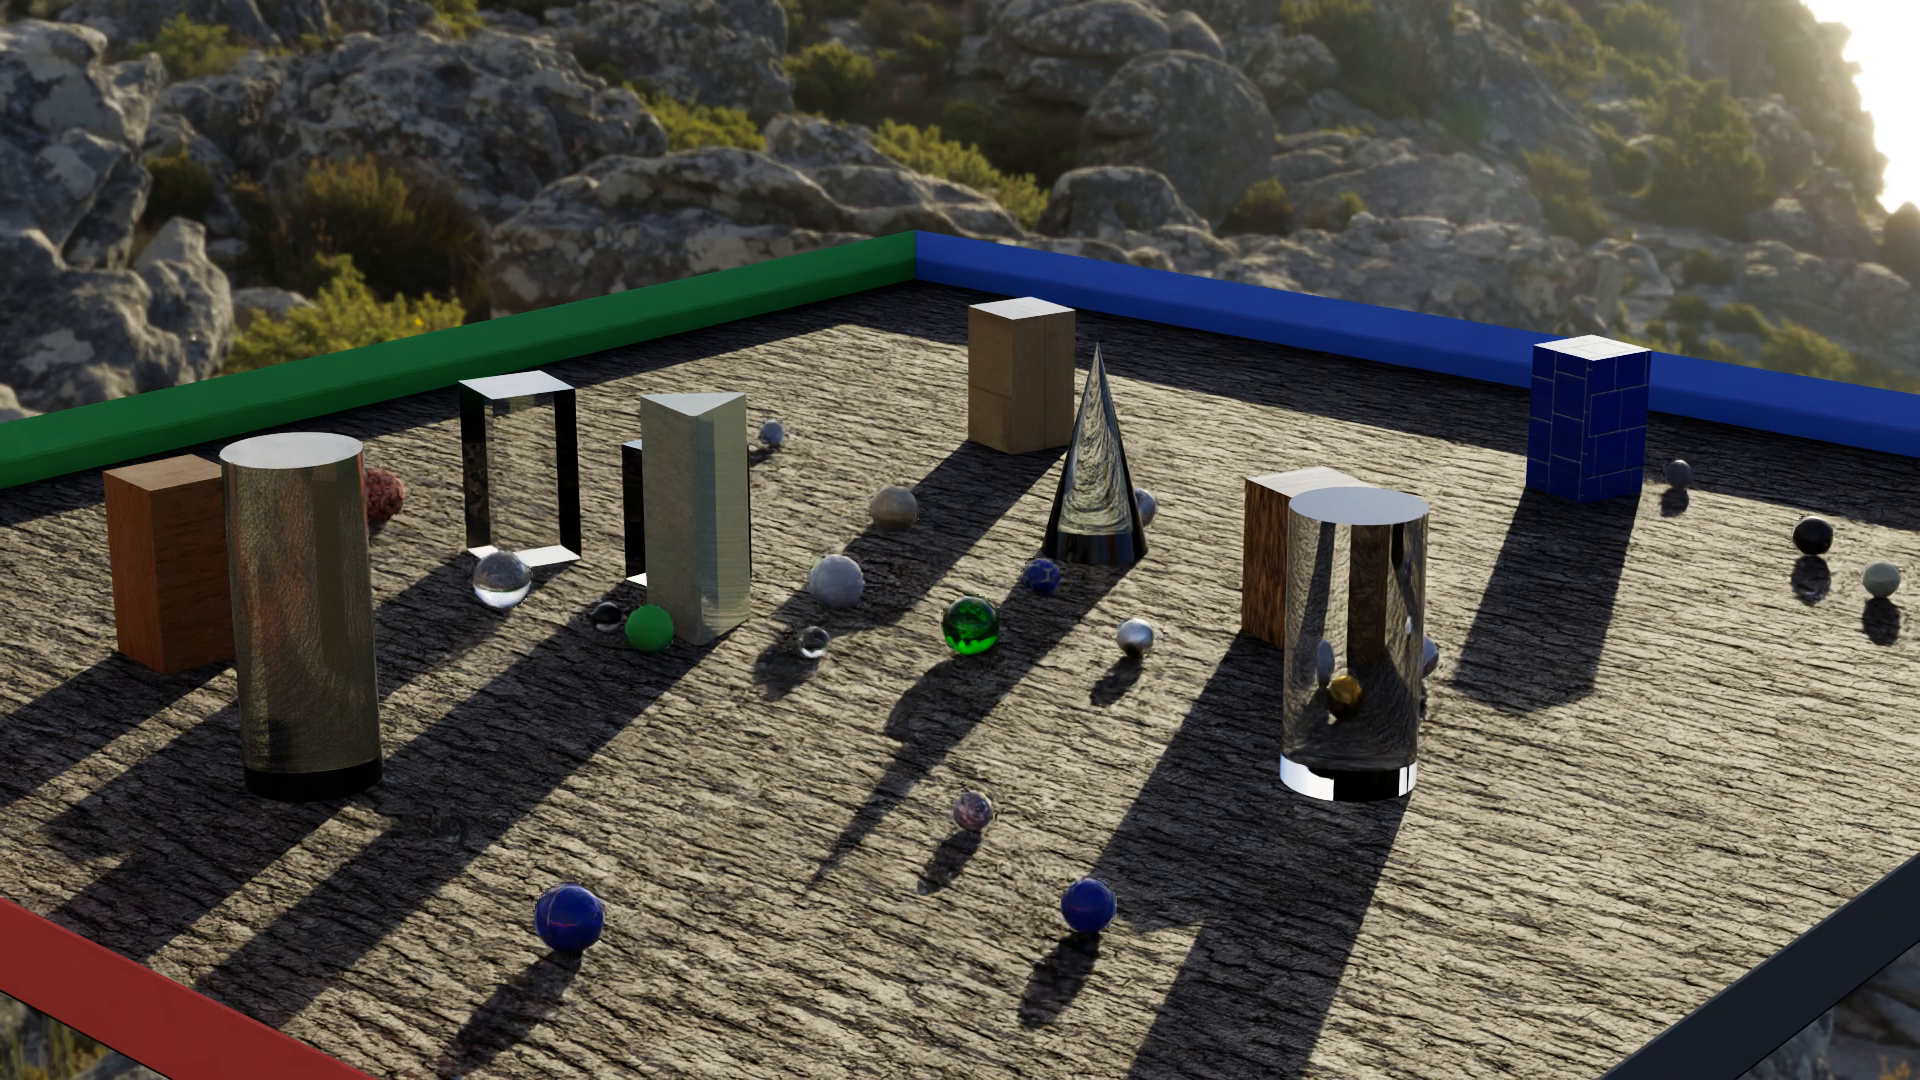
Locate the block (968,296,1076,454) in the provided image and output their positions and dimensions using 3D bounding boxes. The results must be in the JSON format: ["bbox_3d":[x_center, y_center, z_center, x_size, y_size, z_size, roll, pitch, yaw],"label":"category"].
[{"bbox_3d":[0.127,-0.343,6.101,0.159,0.285,0.159,-11,20,-33],"label":"block"}]

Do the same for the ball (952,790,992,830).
[{"bbox_3d":[0.018,0.379,4.101,0.056,0.056,0.056,0,17,0],"label":"ball"}]

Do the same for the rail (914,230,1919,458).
[{"bbox_3d":[1.283,-0.394,6.535,3.755,0.129,0.045,14,22,39],"label":"rail"}]

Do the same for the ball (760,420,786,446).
[{"bbox_3d":[-0.390,-0.222,6.101,0.052,0.052,0.052,0,17,0],"label":"ball"}]

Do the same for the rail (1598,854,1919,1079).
[{"bbox_3d":[1.400,0.383,3.956,0.045,0.129,3.962,14,22,39],"label":"rail"}]

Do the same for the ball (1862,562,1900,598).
[{"bbox_3d":[1.608,0.069,5.117,0.063,0.063,0.063,0,17,0],"label":"ball"}]

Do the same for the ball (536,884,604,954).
[{"bbox_3d":[-0.494,0.480,3.711,0.087,0.087,0.087,0,17,0],"label":"ball"}]

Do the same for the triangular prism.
[{"bbox_3d":[-0.422,-0.045,4.923,0.149,0.394,0.172,-12,20,-34],"label":"triangular prism"}]

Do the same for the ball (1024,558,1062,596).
[{"bbox_3d":[0.144,0.064,5.127,0.066,0.066,0.066,0,17,0],"label":"ball"}]

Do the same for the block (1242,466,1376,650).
[{"bbox_3d":[0.583,0.032,4.890,0.159,0.264,0.159,-9,19,-28],"label":"block"}]

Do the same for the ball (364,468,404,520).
[{"bbox_3d":[-1.105,-0.086,5.571,0.098,0.098,0.098,0,17,0],"label":"ball"}]

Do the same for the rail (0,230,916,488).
[{"bbox_3d":[-1.400,-0.318,6.284,0.045,0.129,3.962,14,22,39],"label":"rail"}]

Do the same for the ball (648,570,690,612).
[{"bbox_3d":[-0.499,0.088,5.037,0.072,0.072,0.072,0,17,0],"label":"ball"}]

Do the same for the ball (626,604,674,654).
[{"bbox_3d":[-0.511,0.147,4.830,0.080,0.080,0.080,0,17,0],"label":"ball"}]

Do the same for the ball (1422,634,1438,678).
[{"bbox_3d":[0.728,0.186,4.701,0.078,0.078,0.078,0,17,0],"label":"ball"}]

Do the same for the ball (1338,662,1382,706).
[{"bbox_3d":[0.625,0.225,4.589,0.069,0.069,0.069,0,17,0],"label":"ball"}]

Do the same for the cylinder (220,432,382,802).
[{"bbox_3d":[-0.947,0.110,4.228,0.199,0.497,0.199,0,17,0],"label":"cylinder"}]

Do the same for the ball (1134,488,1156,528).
[{"bbox_3d":[0.329,-0.059,5.509,0.081,0.081,0.081,0,17,0],"label":"ball"}]

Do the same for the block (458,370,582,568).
[{"bbox_3d":[-0.798,-0.127,5.324,0.159,0.319,0.159,-10,19,-29],"label":"block"}]

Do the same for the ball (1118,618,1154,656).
[{"bbox_3d":[0.289,0.160,4.817,0.061,0.061,0.061,0,17,0],"label":"ball"}]

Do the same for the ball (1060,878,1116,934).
[{"bbox_3d":[0.165,0.471,3.771,0.070,0.070,0.070,0,17,0],"label":"ball"}]

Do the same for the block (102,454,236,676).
[{"bbox_3d":[-1.278,0.038,4.794,0.159,0.309,0.159,-15,22,-40],"label":"block"}]

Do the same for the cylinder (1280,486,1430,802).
[{"bbox_3d":[0.569,0.149,4.241,0.199,0.414,0.199,0,17,0],"label":"cylinder"}]

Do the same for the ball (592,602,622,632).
[{"bbox_3d":[-0.594,0.130,4.934,0.051,0.051,0.051,0,17,0],"label":"ball"}]

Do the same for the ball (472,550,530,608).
[{"bbox_3d":[-0.791,0.068,5.056,0.099,0.099,0.099,0,17,0],"label":"ball"}]

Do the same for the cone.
[{"bbox_3d":[0.248,-0.172,5.343,0.199,0.393,0.199,0,17,0],"label":"cone"}]

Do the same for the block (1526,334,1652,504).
[{"bbox_3d":[1.232,-0.239,5.753,0.159,0.285,0.159,-11,20,-33],"label":"block"}]

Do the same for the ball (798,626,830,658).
[{"bbox_3d":[-0.240,0.167,4.808,0.052,0.052,0.052,0,17,0],"label":"ball"}]

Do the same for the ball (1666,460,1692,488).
[{"bbox_3d":[1.421,-0.130,5.795,0.053,0.053,0.053,0,17,0],"label":"ball"}]

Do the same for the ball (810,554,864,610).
[{"bbox_3d":[-0.212,0.072,5.050,0.094,0.094,0.094,0,17,0],"label":"ball"}]

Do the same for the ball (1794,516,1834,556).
[{"bbox_3d":[1.558,-0.007,5.355,0.071,0.071,0.071,0,17,0],"label":"ball"}]

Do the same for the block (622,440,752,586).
[{"bbox_3d":[-0.483,-0.050,5.189,0.159,0.249,0.159,-16,23,-42],"label":"block"}]

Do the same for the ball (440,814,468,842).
[{"bbox_3d":[-0.701,0.399,4.061,0.040,0.040,0.040,0,17,0],"label":"ball"}]

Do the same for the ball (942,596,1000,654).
[{"bbox_3d":[0.018,0.141,4.820,0.096,0.096,0.096,0,17,0],"label":"ball"}]

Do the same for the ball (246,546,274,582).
[{"bbox_3d":[-1.252,0.043,5.198,0.066,0.066,0.066,0,17,0],"label":"ball"}]

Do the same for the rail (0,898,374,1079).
[{"bbox_3d":[-1.283,0.459,3.705,3.755,0.129,0.045,14,22,39],"label":"rail"}]

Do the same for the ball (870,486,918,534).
[{"bbox_3d":[-0.123,-0.058,5.490,0.090,0.090,0.090,0,17,0],"label":"ball"}]
